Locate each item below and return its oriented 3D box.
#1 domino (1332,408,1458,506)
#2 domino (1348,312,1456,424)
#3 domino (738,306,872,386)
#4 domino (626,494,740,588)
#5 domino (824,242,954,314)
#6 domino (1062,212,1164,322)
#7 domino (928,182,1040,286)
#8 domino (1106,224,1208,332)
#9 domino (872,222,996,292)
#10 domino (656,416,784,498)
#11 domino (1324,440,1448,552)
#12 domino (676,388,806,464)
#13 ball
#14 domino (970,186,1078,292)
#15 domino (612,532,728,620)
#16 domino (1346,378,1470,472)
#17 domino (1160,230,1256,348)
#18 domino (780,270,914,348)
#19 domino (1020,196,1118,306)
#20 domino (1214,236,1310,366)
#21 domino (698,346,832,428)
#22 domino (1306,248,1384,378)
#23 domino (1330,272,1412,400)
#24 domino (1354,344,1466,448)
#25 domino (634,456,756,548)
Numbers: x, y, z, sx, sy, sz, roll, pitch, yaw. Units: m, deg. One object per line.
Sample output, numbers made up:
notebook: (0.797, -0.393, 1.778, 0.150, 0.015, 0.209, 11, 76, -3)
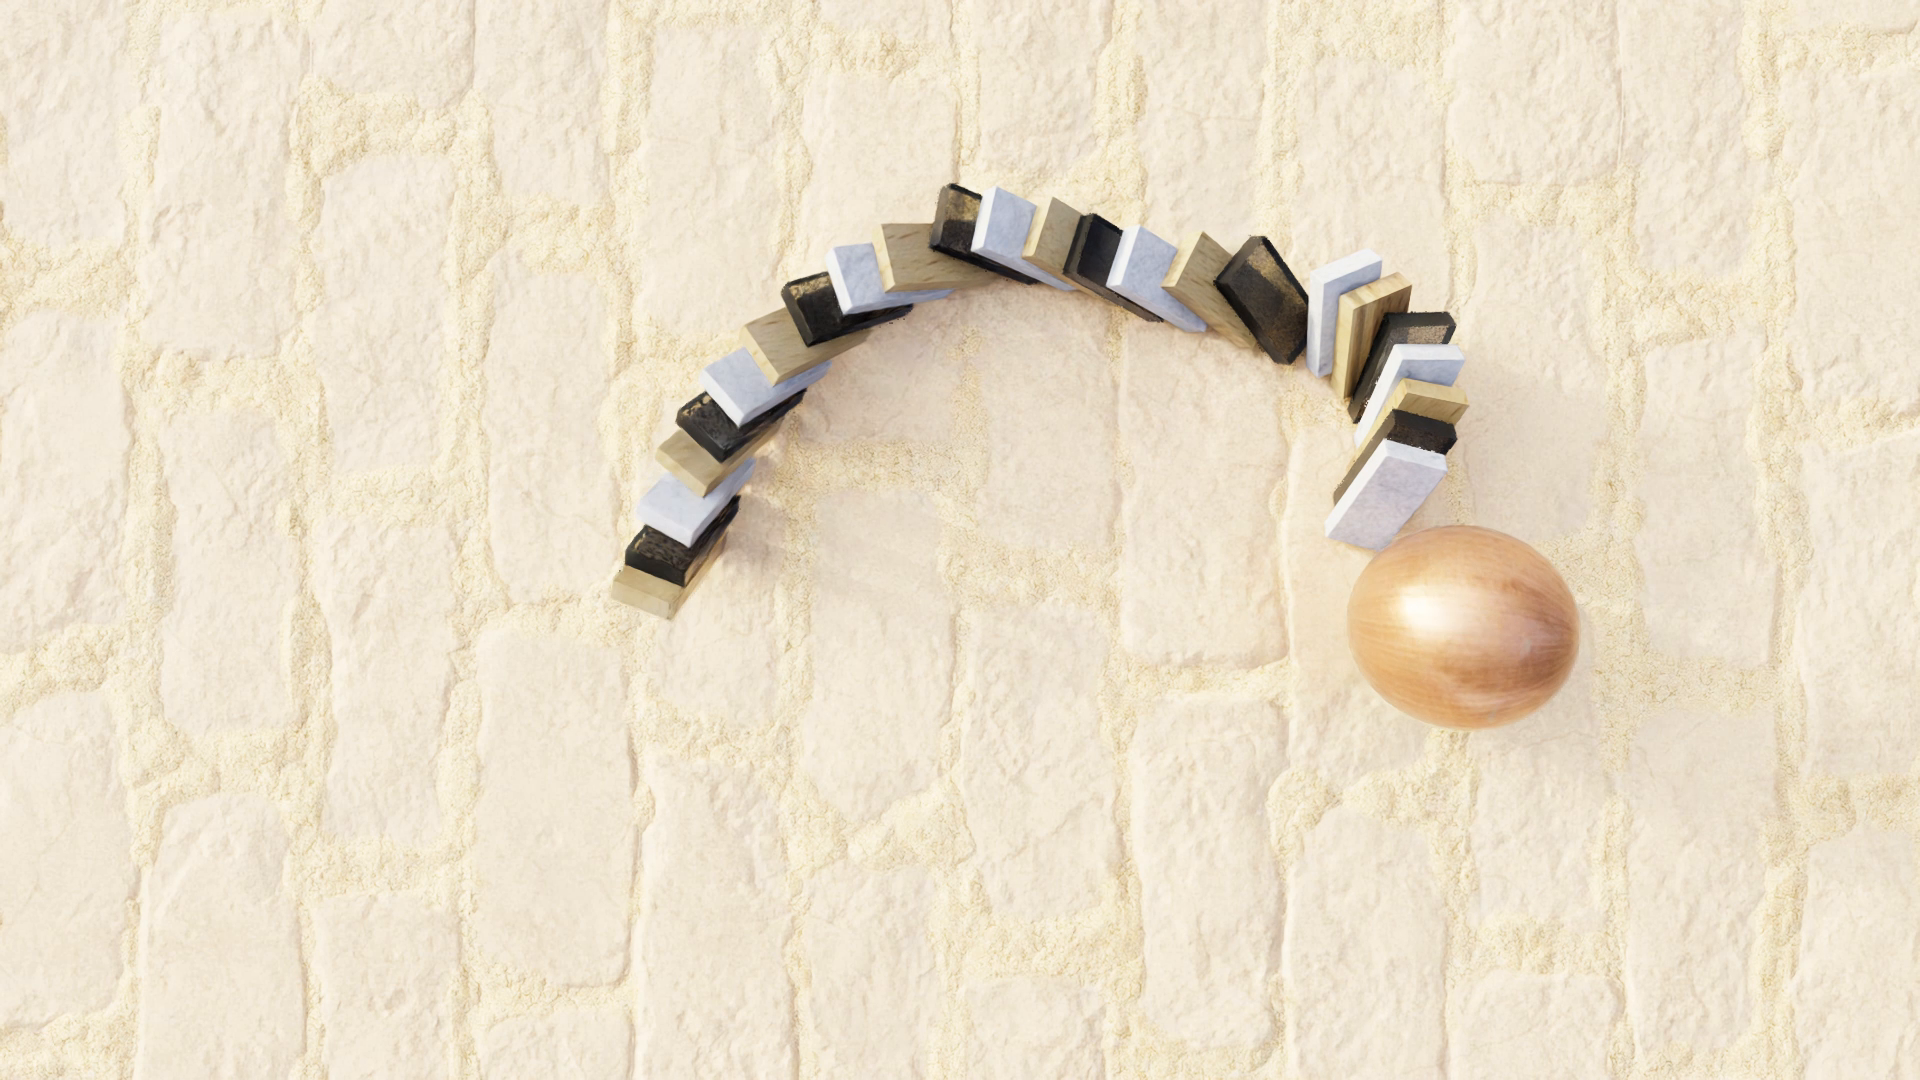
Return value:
domino: (0.178, -0.030, 0.378, 0.025, 0.050, 0.010, 15, 48, 0)
domino: (0.181, -0.070, 0.378, 0.025, 0.050, 0.010, -1, 49, 0)
domino: (-0.064, -0.086, 0.383, 0.050, 0.010, 0.025, -35, 90, -32)
domino: (-0.113, -0.004, 0.378, 0.025, 0.050, 0.009, 22, 132, 0)
domino: (-0.029, -0.111, 0.383, 0.050, 0.010, 0.025, -18, 90, -30)
domino: (0.068, -0.113, 0.383, 0.050, 0.009, 0.025, 18, 90, -31)
domino: (0.013, -0.127, 0.384, 0.050, 0.009, 0.025, 11, 90, -29)
domino: (0.086, -0.108, 0.383, 0.050, 0.010, 0.025, 18, 90, -31)
domino: (-0.010, -0.119, 0.383, 0.050, 0.010, 0.025, -13, 90, -30)
domino: (-0.099, -0.043, 0.382, 0.025, 0.010, 0.050, 39, 54, 0)
domino: (0.175, -0.017, 0.378, 0.025, 0.050, 0.009, 15, 48, 0)
domino: (-0.090, -0.056, 0.381, 0.025, 0.009, 0.050, 42, 54, 1)
ball: (0.195, 0.034, 0.360, 0.080, 0.080, 0.080, 0, 90, 0)
domino: (0.030, -0.125, 0.382, 0.050, 0.010, 0.025, 13, 89, -31)
domino: (-0.118, 0.010, 0.377, 0.025, 0.050, 0.009, 22, 127, 0)
domino: (0.183, -0.042, 0.378, 0.025, 0.050, 0.009, 11, 48, 0)
domino: (0.109, -0.104, 0.384, 0.050, 0.010, 0.025, 27, 90, -29)
domino: (-0.047, -0.101, 0.383, 0.050, 0.010, 0.025, -26, 90, -30)
domino: (0.051, -0.120, 0.383, 0.050, 0.010, 0.025, 18, 90, -31)
domino: (0.130, -0.100, 0.383, 0.050, 0.009, 0.025, 41, 87, -28)
domino: (-0.080, -0.070, 0.381, 0.025, 0.009, 0.050, 48, 54, 2)
domino: (0.158, -0.093, 0.378, 0.025, 0.050, 0.010, -23, 49, 0)
domino: (0.169, -0.083, 0.378, 0.025, 0.050, 0.009, -23, 51, 0)
domino: (0.184, -0.057, 0.378, 0.025, 0.050, 0.009, 0, 49, 0)
domino: (-0.109, -0.022, 0.379, 0.025, 0.009, 0.050, 29, 46, 0)
